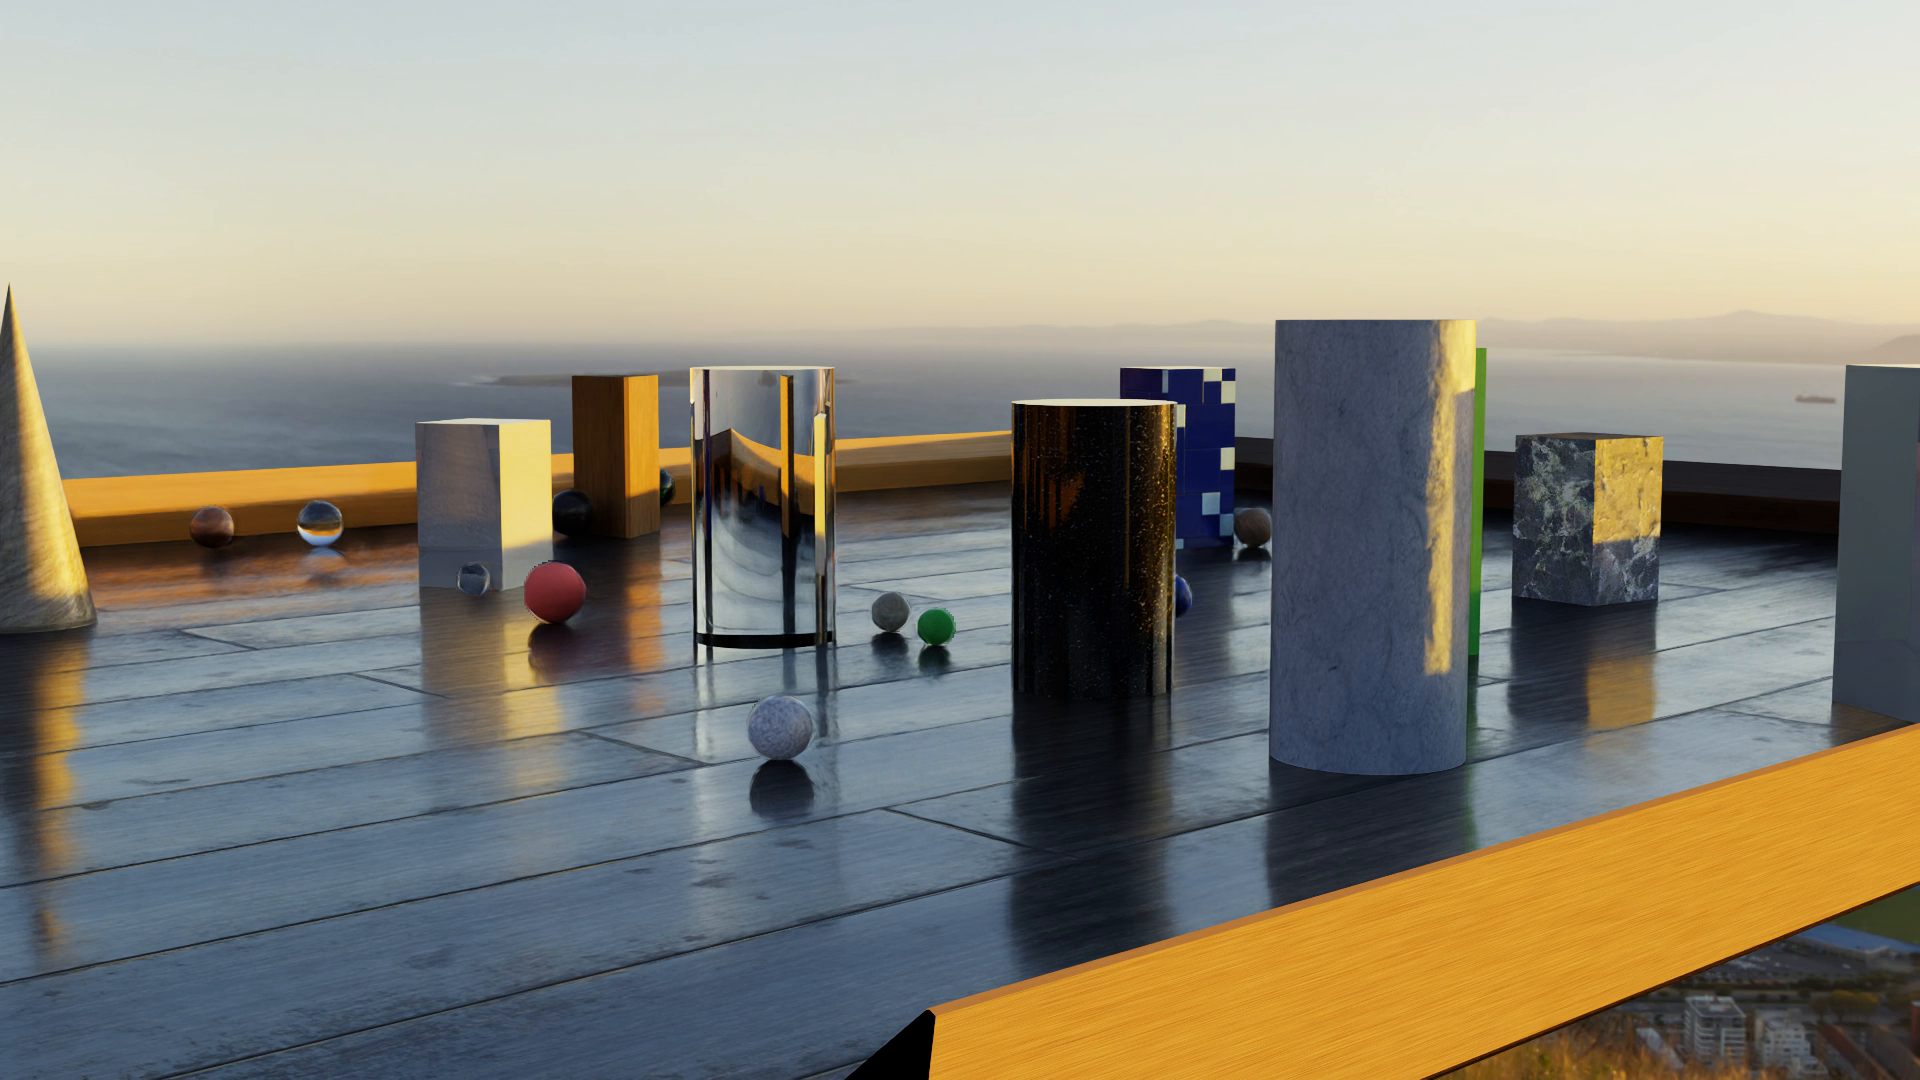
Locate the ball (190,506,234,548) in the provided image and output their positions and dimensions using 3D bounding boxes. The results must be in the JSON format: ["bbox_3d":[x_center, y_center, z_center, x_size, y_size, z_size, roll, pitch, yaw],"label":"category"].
[{"bbox_3d":[-1.393,-0.023,4.099,0.079,0.079,0.079,0,6,0],"label":"ball"}]

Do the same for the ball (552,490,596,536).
[{"bbox_3d":[-0.763,-0.053,4.321,0.092,0.092,0.092,0,6,0],"label":"ball"}]

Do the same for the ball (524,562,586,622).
[{"bbox_3d":[-0.578,0.075,3.139,0.086,0.086,0.086,0,6,0],"label":"ball"}]

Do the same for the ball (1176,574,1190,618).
[{"bbox_3d":[0.299,0.081,3.166,0.068,0.068,0.068,0,6,0],"label":"ball"}]

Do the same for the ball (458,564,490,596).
[{"bbox_3d":[-0.757,0.062,3.425,0.051,0.051,0.051,0,6,0],"label":"ball"}]

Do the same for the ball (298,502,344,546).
[{"bbox_3d":[-1.204,-0.030,4.141,0.085,0.085,0.085,0,6,0],"label":"ball"}]

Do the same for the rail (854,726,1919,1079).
[{"bbox_3d":[1.144,0.162,2.099,3.975,0.126,0.045,-5,8,-42],"label":"rail"}]

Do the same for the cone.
[{"bbox_3d":[-1.331,-0.122,3.102,0.194,0.485,0.194,0,6,0],"label":"cone"}]

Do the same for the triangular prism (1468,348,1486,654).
[{"bbox_3d":[0.566,-0.052,2.861,0.168,0.395,0.146,-3,7,-25],"label":"triangular prism"}]

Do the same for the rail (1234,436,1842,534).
[{"bbox_3d":[1.443,-0.106,4.657,0.045,0.126,3.422,-5,8,-42],"label":"rail"}]

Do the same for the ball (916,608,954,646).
[{"bbox_3d":[-0.033,0.116,2.924,0.049,0.049,0.049,0,6,0],"label":"ball"}]

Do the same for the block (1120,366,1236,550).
[{"bbox_3d":[0.411,-0.159,4.176,0.156,0.335,0.156,-4,7,-30],"label":"block"}]

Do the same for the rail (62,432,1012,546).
[{"bbox_3d":[-1.144,-0.096,4.565,3.975,0.126,0.045,-5,8,-42],"label":"rail"}]

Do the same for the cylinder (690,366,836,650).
[{"bbox_3d":[-0.265,-0.049,2.969,0.194,0.366,0.194,0,6,0],"label":"cylinder"}]

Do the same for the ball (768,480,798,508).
[{"bbox_3d":[-0.398,-0.104,4.943,0.064,0.064,0.064,0,6,0],"label":"ball"}]

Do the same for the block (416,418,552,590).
[{"bbox_3d":[-0.773,-0.061,3.582,0.156,0.264,0.156,2,6,20],"label":"block"}]

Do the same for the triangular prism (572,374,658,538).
[{"bbox_3d":[-0.660,-0.171,4.391,0.168,0.313,0.146,5,8,42],"label":"triangular prism"}]

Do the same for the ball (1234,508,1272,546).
[{"bbox_3d":[0.554,-0.025,4.138,0.075,0.075,0.075,0,6,0],"label":"ball"}]

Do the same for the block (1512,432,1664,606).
[{"bbox_3d":[0.970,-0.036,3.405,0.156,0.250,0.156,-4,7,-34],"label":"block"}]

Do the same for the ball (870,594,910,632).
[{"bbox_3d":[-0.097,0.100,3.049,0.053,0.053,0.053,0,6,0],"label":"ball"}]

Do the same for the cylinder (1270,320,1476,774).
[{"bbox_3d":[0.408,-0.001,2.184,0.194,0.434,0.194,0,6,0],"label":"cylinder"}]

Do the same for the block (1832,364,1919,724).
[{"bbox_3d":[1.091,-0.001,2.437,0.156,0.382,0.156,-2,6,-14],"label":"block"}]

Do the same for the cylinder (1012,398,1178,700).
[{"bbox_3d":[0.157,0.005,2.599,0.194,0.336,0.194,0,6,0],"label":"cylinder"}]

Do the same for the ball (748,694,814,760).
[{"bbox_3d":[-0.178,0.186,2.179,0.065,0.065,0.065,0,6,0],"label":"ball"}]

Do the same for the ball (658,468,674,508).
[{"bbox_3d":[-0.685,-0.115,4.894,0.097,0.097,0.097,0,6,0],"label":"ball"}]
